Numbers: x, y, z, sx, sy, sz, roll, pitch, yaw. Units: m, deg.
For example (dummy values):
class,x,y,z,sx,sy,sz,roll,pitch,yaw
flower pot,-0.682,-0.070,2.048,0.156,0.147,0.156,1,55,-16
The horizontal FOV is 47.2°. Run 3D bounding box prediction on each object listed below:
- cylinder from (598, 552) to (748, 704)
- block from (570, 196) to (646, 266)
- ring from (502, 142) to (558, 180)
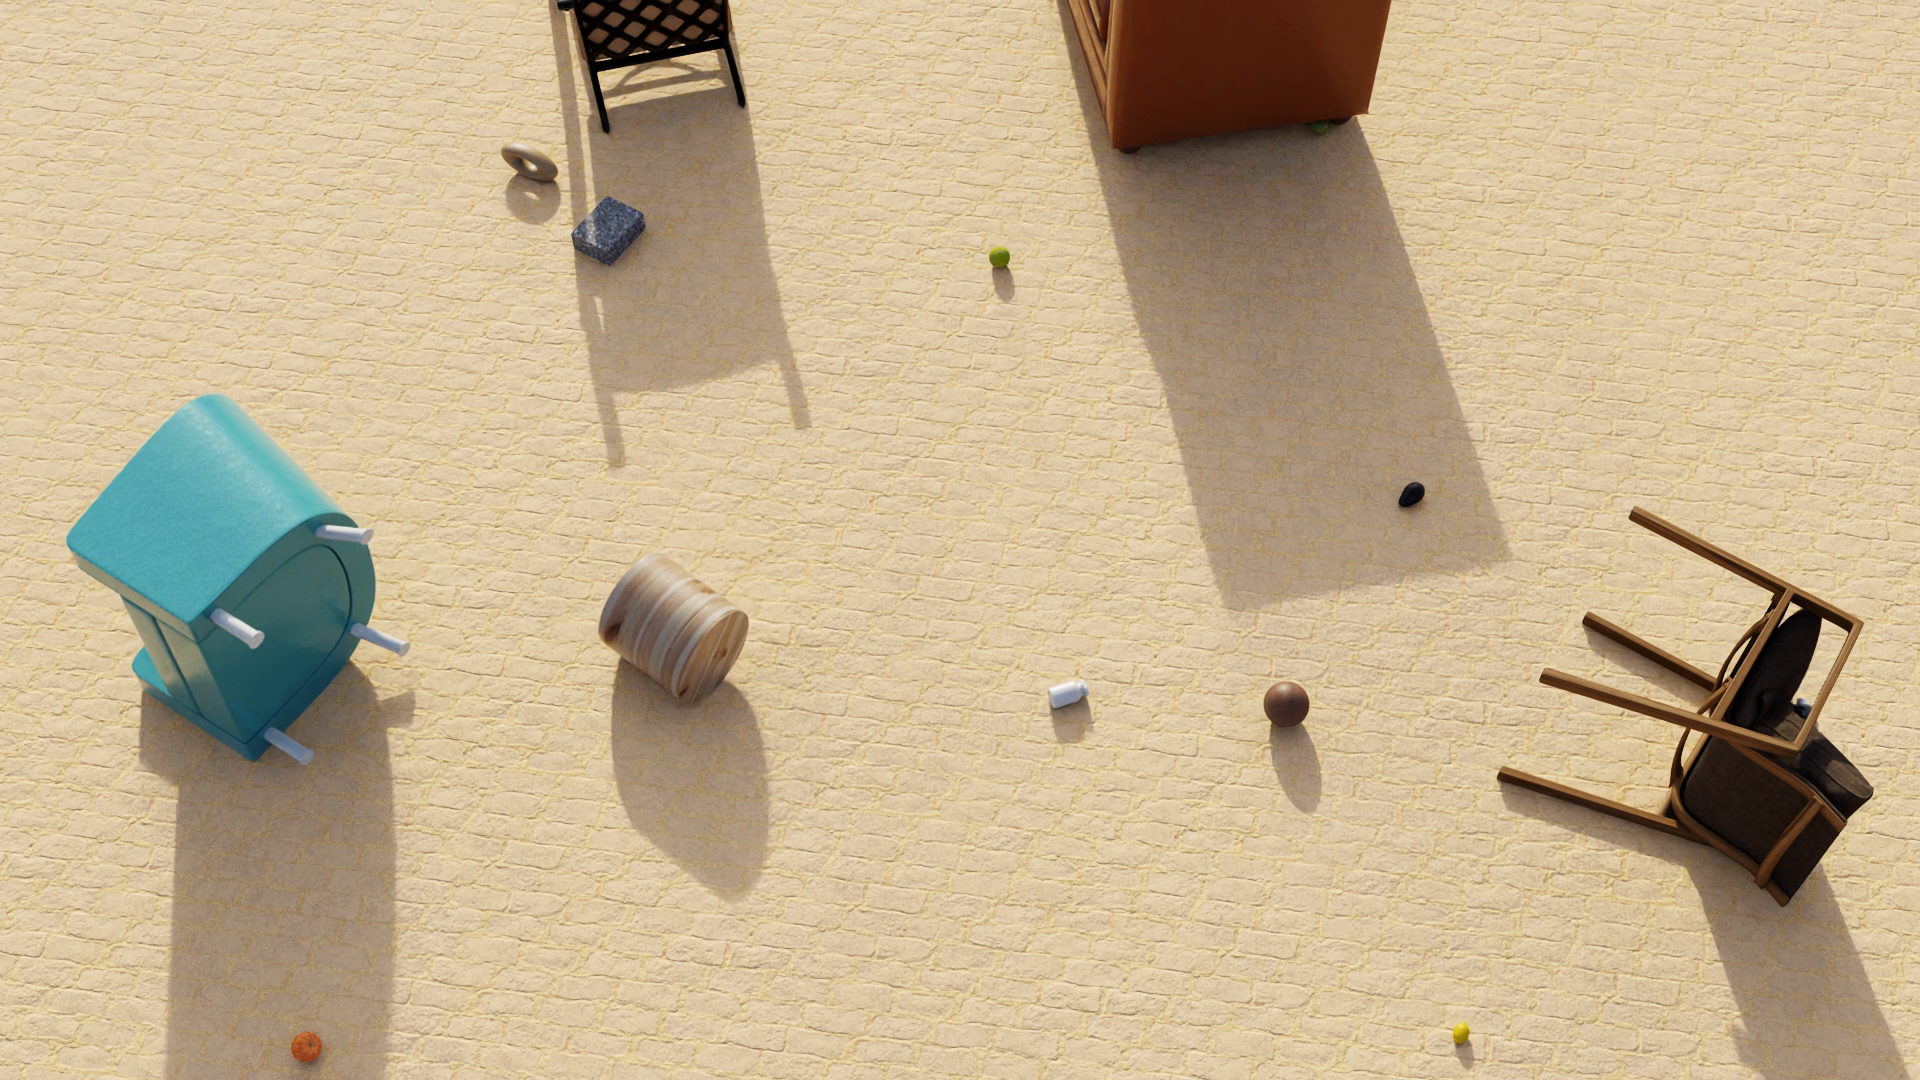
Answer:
class,x,y,z,sx,sy,sz,roll,pitch,yaw
cylinder,-0.810,0.249,6.228,0.312,0.314,0.273,34,21,21
block,-1.152,-1.014,7.210,0.147,0.074,0.196,27,60,17
ring,-1.442,-1.267,7.366,0.213,0.101,0.061,27,48,5
